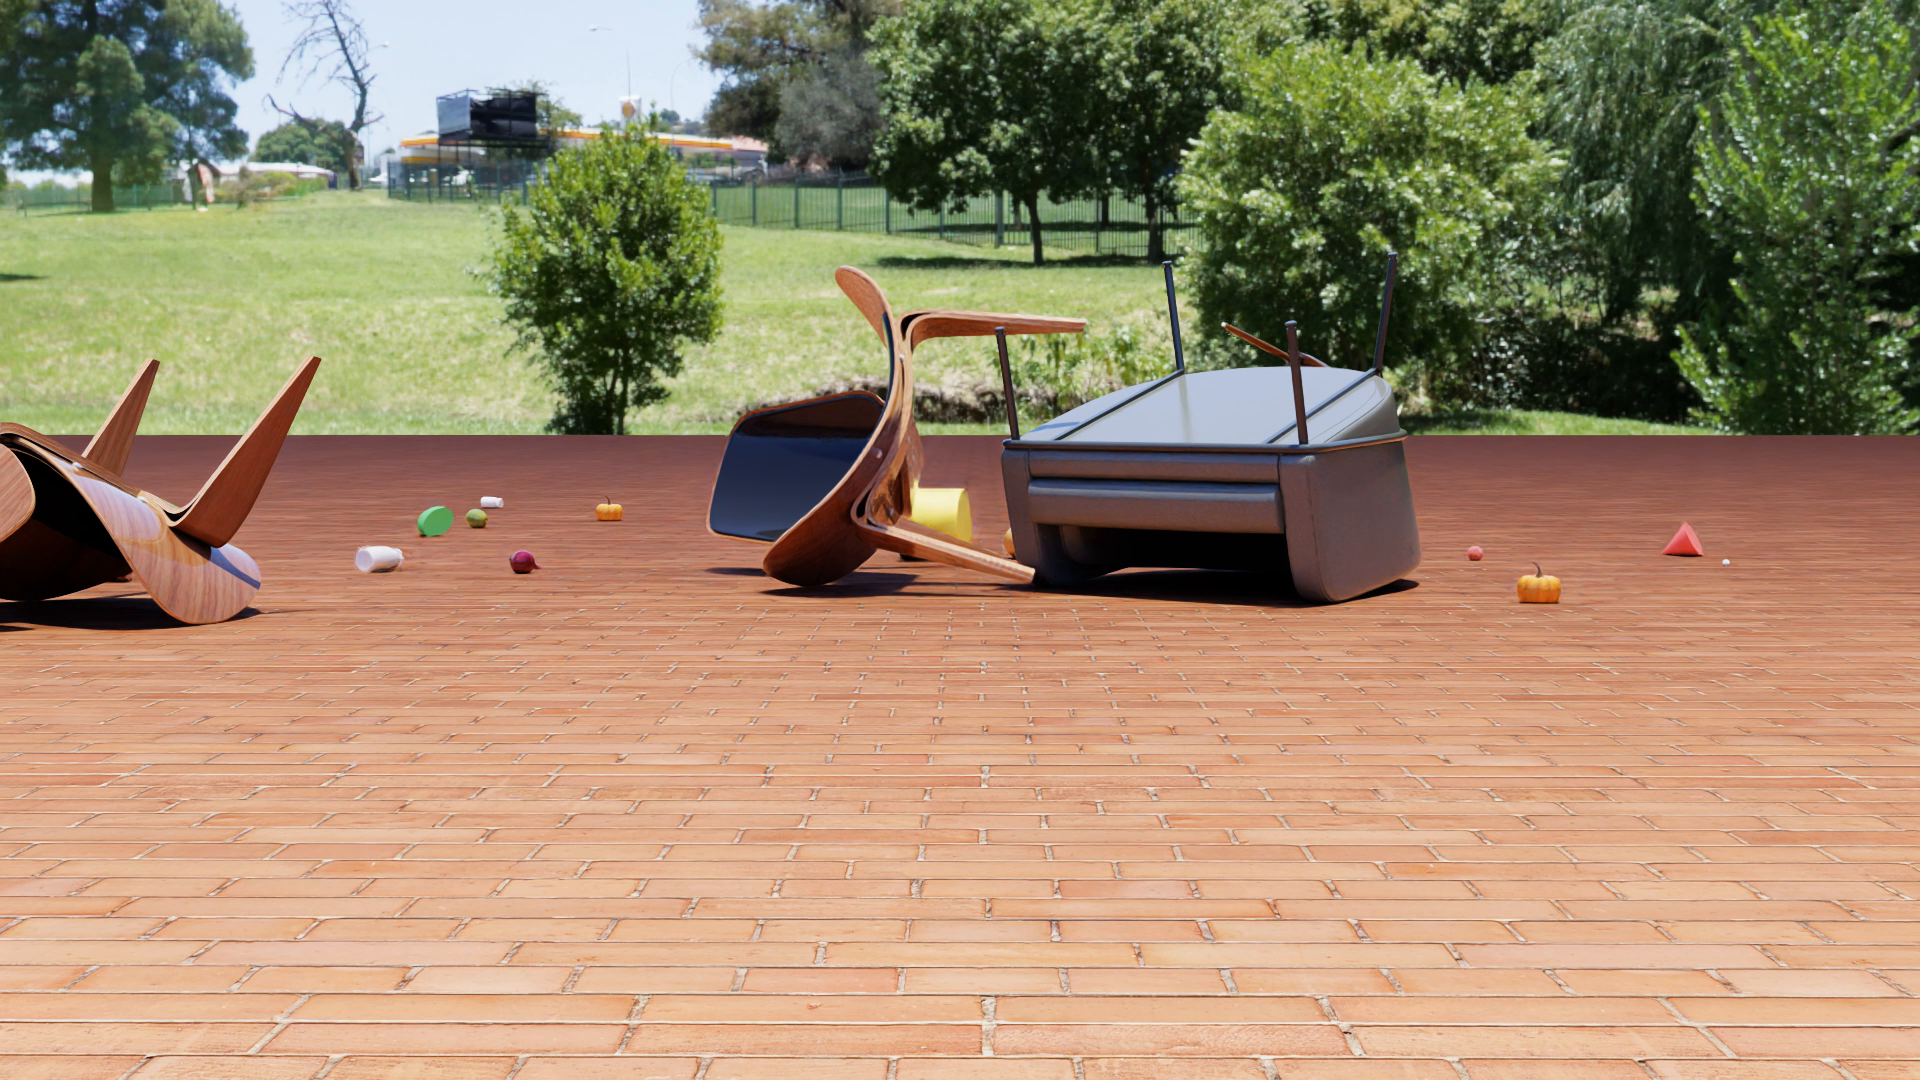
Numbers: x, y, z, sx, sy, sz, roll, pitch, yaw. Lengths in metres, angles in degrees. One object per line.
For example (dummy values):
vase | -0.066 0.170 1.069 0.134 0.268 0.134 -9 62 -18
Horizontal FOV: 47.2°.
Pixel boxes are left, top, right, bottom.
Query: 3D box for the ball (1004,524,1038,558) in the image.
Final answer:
ball | 0.161 0.005 5.823 0.090 0.090 0.090 0 4 0

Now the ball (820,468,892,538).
ball | -0.311 -0.111 6.610 0.213 0.213 0.213 0 4 0

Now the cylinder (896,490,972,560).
cylinder | -0.068 -0.040 5.761 0.160 0.181 0.213 1 -21 11

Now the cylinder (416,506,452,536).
cylinder | -1.607 -0.056 6.730 0.105 0.072 0.087 -45 20 -16

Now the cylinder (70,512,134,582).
cylinder | -2.008 0.015 5.148 0.122 0.137 0.191 -1 44 -15

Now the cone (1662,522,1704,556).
cone | 1.943 0.018 5.956 0.095 0.101 0.157 -29 -9 24
